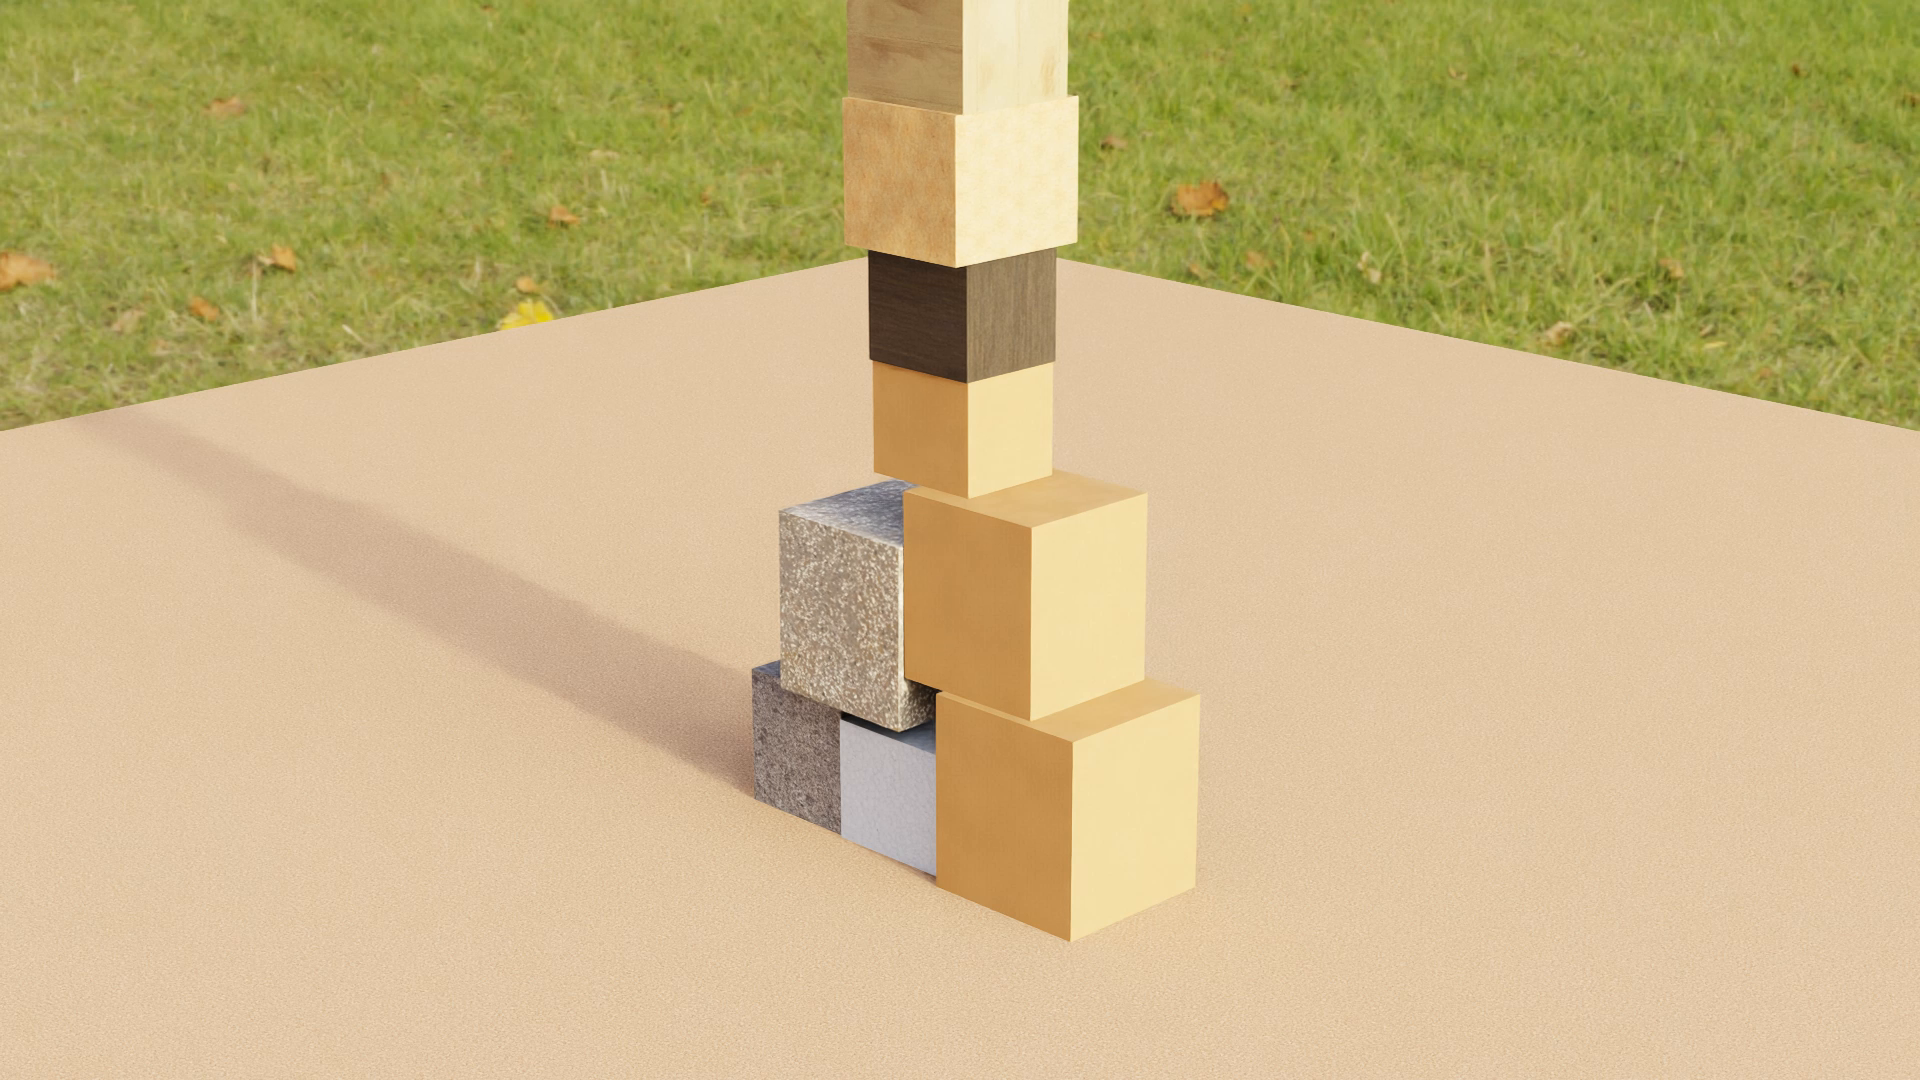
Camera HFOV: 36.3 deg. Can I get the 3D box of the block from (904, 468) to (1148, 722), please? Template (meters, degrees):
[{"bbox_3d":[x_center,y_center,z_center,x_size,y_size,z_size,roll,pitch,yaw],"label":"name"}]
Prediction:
[{"bbox_3d":[0.289,0.207,13.110,0.741,0.878,0.787,-17,24,-42],"label":"block"}]

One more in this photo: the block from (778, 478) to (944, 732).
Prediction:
[{"bbox_3d":[-0.269,0.280,13.732,0.823,0.877,0.802,-17,24,-42],"label":"block"}]

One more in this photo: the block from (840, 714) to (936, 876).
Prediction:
[{"bbox_3d":[-0.081,1.128,13.760,0.648,0.596,0.711,-17,24,-42],"label":"block"}]

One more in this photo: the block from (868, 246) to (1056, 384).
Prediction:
[{"bbox_3d":[0.009,-1.057,13.026,0.618,0.533,0.560,16,24,42],"label":"block"}]

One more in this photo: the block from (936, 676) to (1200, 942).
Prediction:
[{"bbox_3d":[0.481,1.131,13.191,0.831,0.933,0.833,-17,24,-42],"label":"block"}]

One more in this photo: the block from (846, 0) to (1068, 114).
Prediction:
[{"bbox_3d":[-0.013,-2.256,12.631,0.710,0.698,0.638,16,24,42],"label":"block"}]

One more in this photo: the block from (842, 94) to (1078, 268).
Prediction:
[{"bbox_3d":[0.004,-1.618,12.846,0.694,0.647,0.756,16,24,42],"label":"block"}]

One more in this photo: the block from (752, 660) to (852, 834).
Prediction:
[{"bbox_3d":[-0.563,0.945,14.207,0.612,0.678,0.632,-17,24,-42],"label":"block"}]

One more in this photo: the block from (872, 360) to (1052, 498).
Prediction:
[{"bbox_3d":[0.011,-0.552,13.185,0.604,0.526,0.535,16,24,42],"label":"block"}]
